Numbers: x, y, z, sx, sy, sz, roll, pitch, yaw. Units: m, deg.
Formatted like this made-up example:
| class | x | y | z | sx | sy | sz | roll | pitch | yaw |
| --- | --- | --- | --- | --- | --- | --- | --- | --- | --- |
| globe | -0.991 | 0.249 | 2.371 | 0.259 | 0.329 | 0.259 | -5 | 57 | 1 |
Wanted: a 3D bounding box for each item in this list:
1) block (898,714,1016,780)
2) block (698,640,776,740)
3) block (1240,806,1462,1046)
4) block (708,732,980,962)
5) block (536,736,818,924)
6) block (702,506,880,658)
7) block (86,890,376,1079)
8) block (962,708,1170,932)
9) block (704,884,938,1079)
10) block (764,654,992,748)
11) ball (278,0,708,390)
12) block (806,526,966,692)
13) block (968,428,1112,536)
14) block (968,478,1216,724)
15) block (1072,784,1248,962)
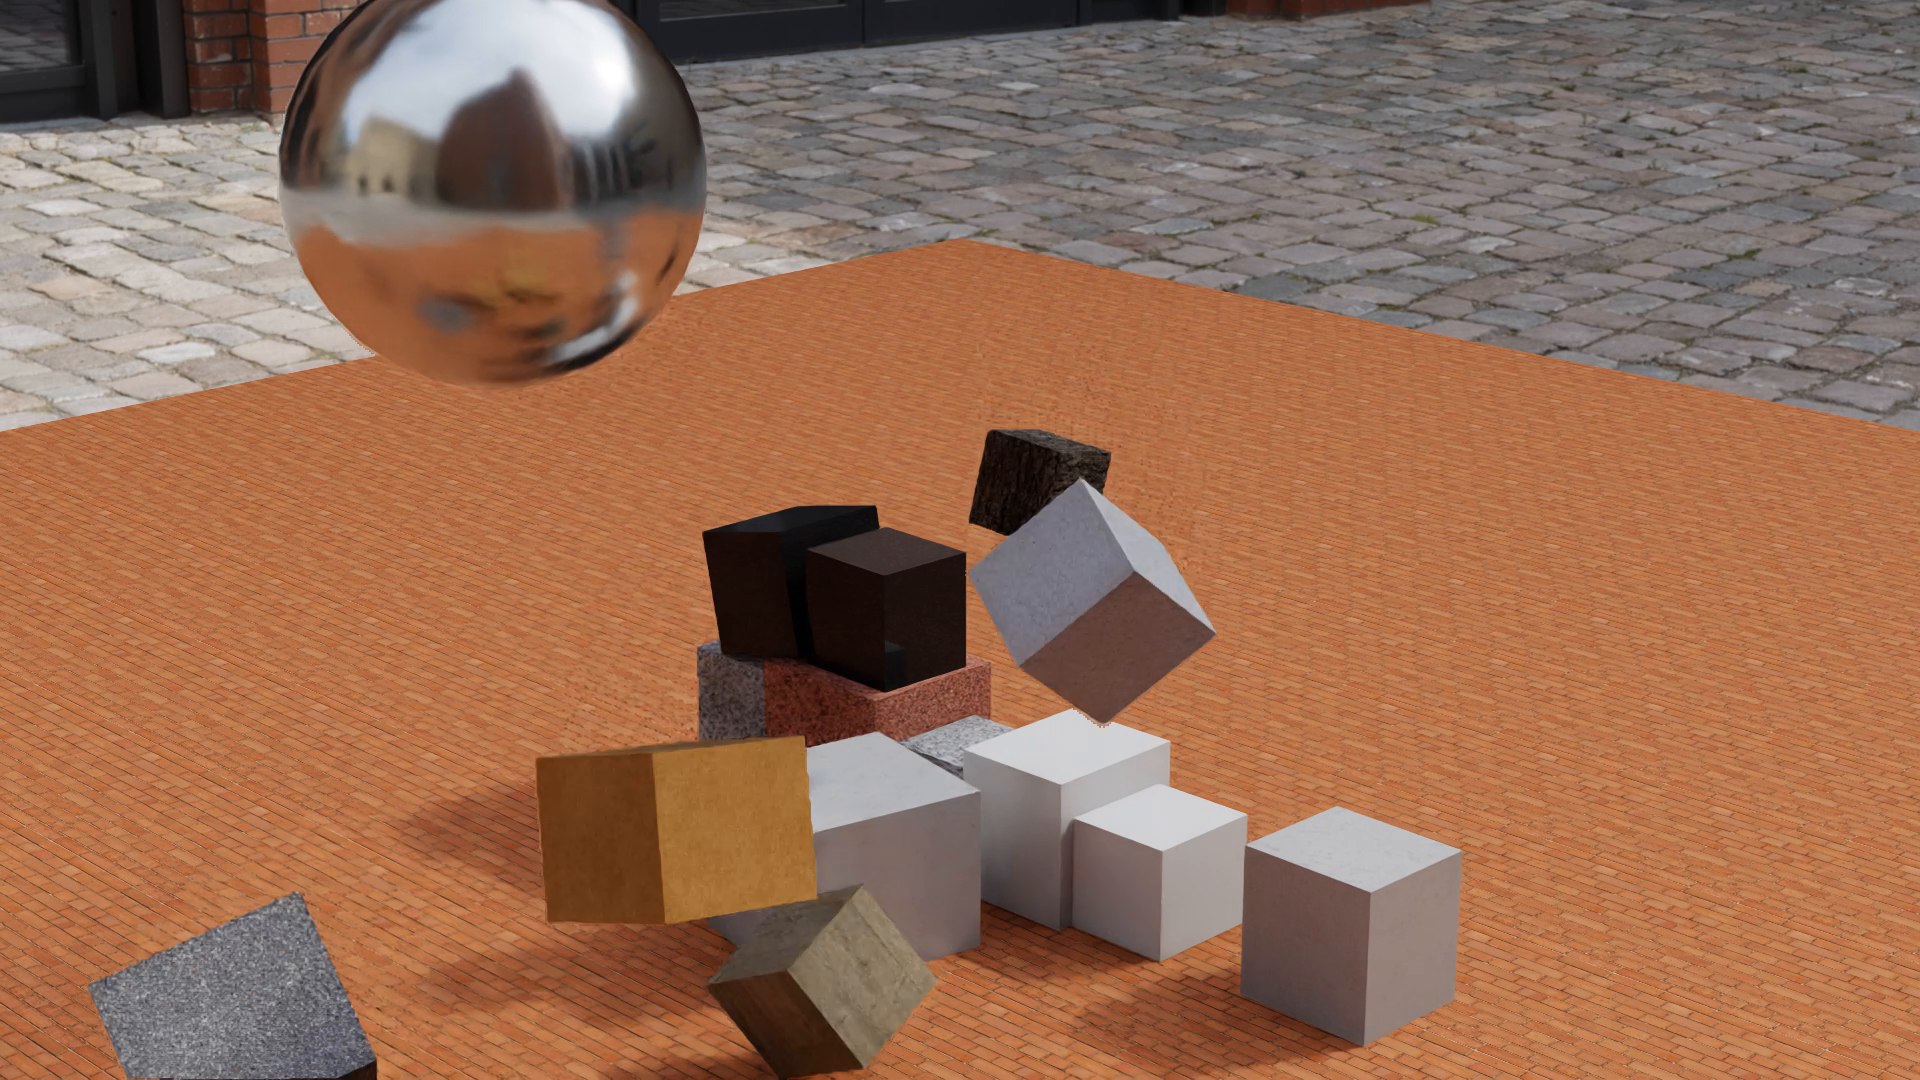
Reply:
| class | x | y | z | sx | sy | sz | roll | pitch | yaw |
| --- | --- | --- | --- | --- | --- | --- | --- | --- | --- |
| block | 0.070 | 1.198 | 13.619 | 0.517 | 0.548 | 0.518 | -17 | 24 | -42 |
| block | -0.858 | 0.842 | 14.513 | 0.651 | 0.691 | 0.572 | -17 | 24 | -42 |
| block | 1.618 | 1.589 | 12.159 | 0.600 | 0.678 | 0.658 | -16 | 24 | -41 |
| block | -0.512 | 1.385 | 12.725 | 0.887 | 0.727 | 0.839 | -11 | 21 | -31 |
| block | -0.946 | 0.963 | 9.790 | 0.616 | 0.545 | 0.659 | -6 | -2 | 45 |
| block | -0.781 | 0.194 | 14.224 | 0.626 | 0.608 | 0.580 | -16 | 11 | -42 |
| block | -2.600 | 1.803 | 10.554 | 0.781 | 0.664 | 0.807 | -24 | -12 | -18 |
| block | 0.479 | 1.248 | 13.218 | 0.595 | 0.693 | 0.723 | 16 | 24 | 42 |
| block | -0.540 | 1.723 | 11.406 | 0.590 | 0.496 | 0.491 | -20 | 21 | 51 |
| block | -0.391 | 0.947 | 14.035 | 0.752 | 0.778 | 0.770 | -16 | 24 | -42 |
| ball | -1.755 | -1.367 | 11.072 | 1.600 | 1.600 | 1.600 | 0 | 17 | 0 |
| block | -0.348 | 0.320 | 13.784 | 0.513 | 0.568 | 0.555 | -16 | 23 | -41 |
| block | 0.345 | -0.226 | 12.648 | 0.395 | 0.416 | 0.378 | 20 | 13 | 35 |
| block | 0.477 | 0.228 | 10.621 | 0.575 | 0.544 | 0.494 | 36 | 19 | -47 |
| block | 0.876 | 1.451 | 12.869 | 0.513 | 0.515 | 0.566 | 17 | 24 | 42 |
